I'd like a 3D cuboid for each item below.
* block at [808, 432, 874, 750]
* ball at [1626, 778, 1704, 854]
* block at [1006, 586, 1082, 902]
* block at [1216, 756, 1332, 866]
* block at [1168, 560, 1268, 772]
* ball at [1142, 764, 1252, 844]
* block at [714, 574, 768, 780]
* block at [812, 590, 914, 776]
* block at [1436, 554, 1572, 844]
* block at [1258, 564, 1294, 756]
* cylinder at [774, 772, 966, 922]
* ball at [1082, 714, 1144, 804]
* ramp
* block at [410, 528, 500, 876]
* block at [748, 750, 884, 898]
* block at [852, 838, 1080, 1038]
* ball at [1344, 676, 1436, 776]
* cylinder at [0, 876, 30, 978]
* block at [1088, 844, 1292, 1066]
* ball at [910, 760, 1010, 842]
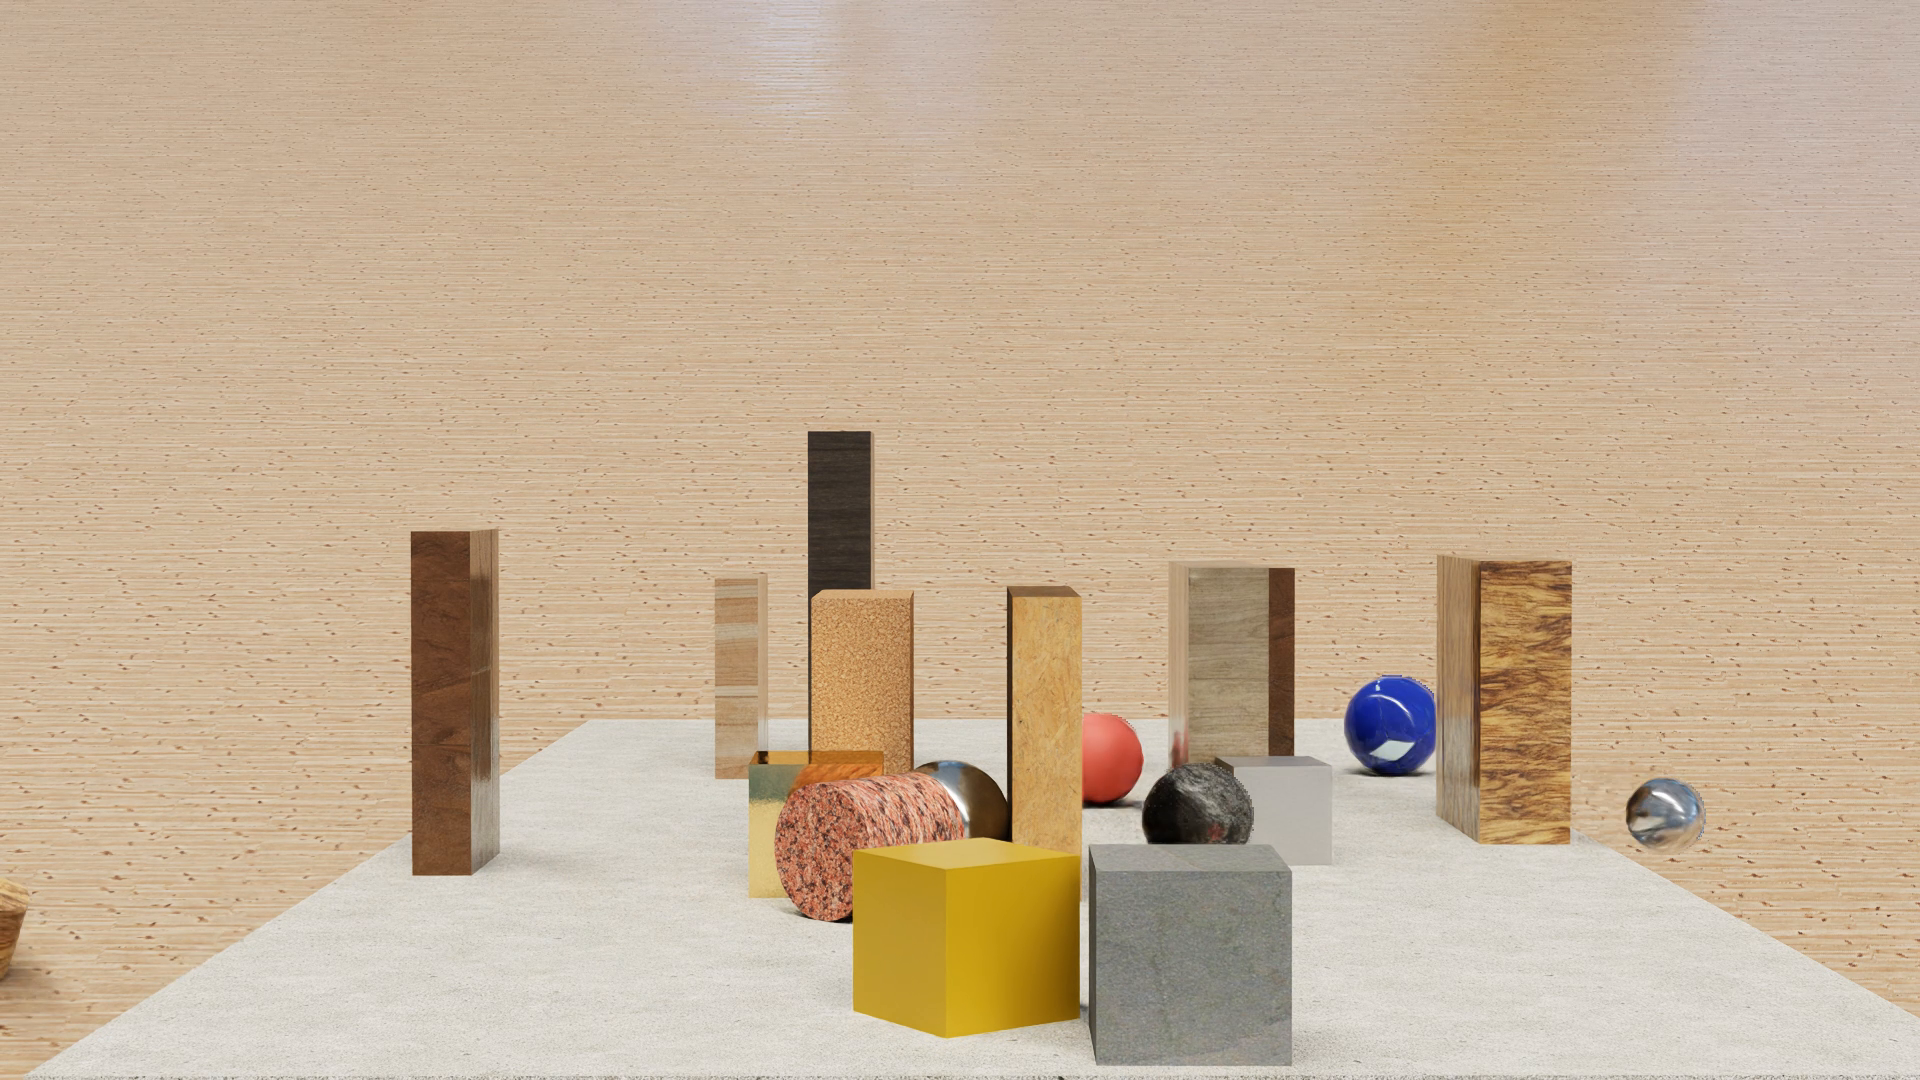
[{"bbox_3d":[-0.251,0.125,5.489,0.131,0.707,0.256,0,1,0],"label":"block"},{"bbox_3d":[1.152,0.451,4.224,0.124,0.124,0.124,0,27,0],"label":"ball"},{"bbox_3d":[0.123,0.293,3.872,0.098,0.434,0.425,0,1,0],"label":"block"},{"bbox_3d":[0.496,0.428,4.091,0.155,0.155,0.155,0,1,-5],"label":"block"},{"bbox_3d":[0.433,0.270,4.363,0.129,0.460,0.394,0,1,0],"label":"block"},{"bbox_3d":[0.360,0.425,3.927,0.168,0.168,0.168,0,27,0],"label":"ball"},{"bbox_3d":[-0.452,0.278,5.357,0.087,0.406,0.282,0,1,0],"label":"block"},{"bbox_3d":[-0.150,0.296,4.066,0.149,0.422,0.340,0,1,0],"label":"block"},{"bbox_3d":[0.932,0.264,4.446,0.150,0.468,0.390,0,1,0],"label":"block"},{"bbox_3d":[0.586,0.268,5.158,0.133,0.432,0.244,0,1,0],"label":"block"},{"bbox_3d":[-0.125,0.423,3.573,0.187,0.187,0.187,25,18,40],"label":"cylinder"},{"bbox_3d":[0.256,0.407,4.796,0.169,0.169,0.169,0,27,0],"label":"ball"},{"bbox_3d":[0.061,0.546,4.582,2.000,0.100,4.000,0,1,0],"label":"ramp"},{"bbox_3d":[-0.787,0.246,4.036,0.090,0.523,0.245,0,1,0],"label":"block"},{"bbox_3d":[-0.209,0.416,3.800,0.192,0.192,0.192,0,1,-1],"label":"block"},{"bbox_3d":[0.006,0.439,2.880,0.181,0.181,0.181,-1,1,-35],"label":"block"},{"bbox_3d":[0.887,0.381,5.293,0.201,0.201,0.201,0,27,0],"label":"ball"},{"bbox_3d":[-2.168,0.853,5.697,0.177,0.177,0.177,21,11,-4],"label":"cylinder"},{"bbox_3d":[0.239,0.434,2.721,0.199,0.199,0.199,0,1,1],"label":"block"},{"bbox_3d":[-0.019,0.418,3.824,0.186,0.186,0.186,0,27,0],"label":"ball"}]
